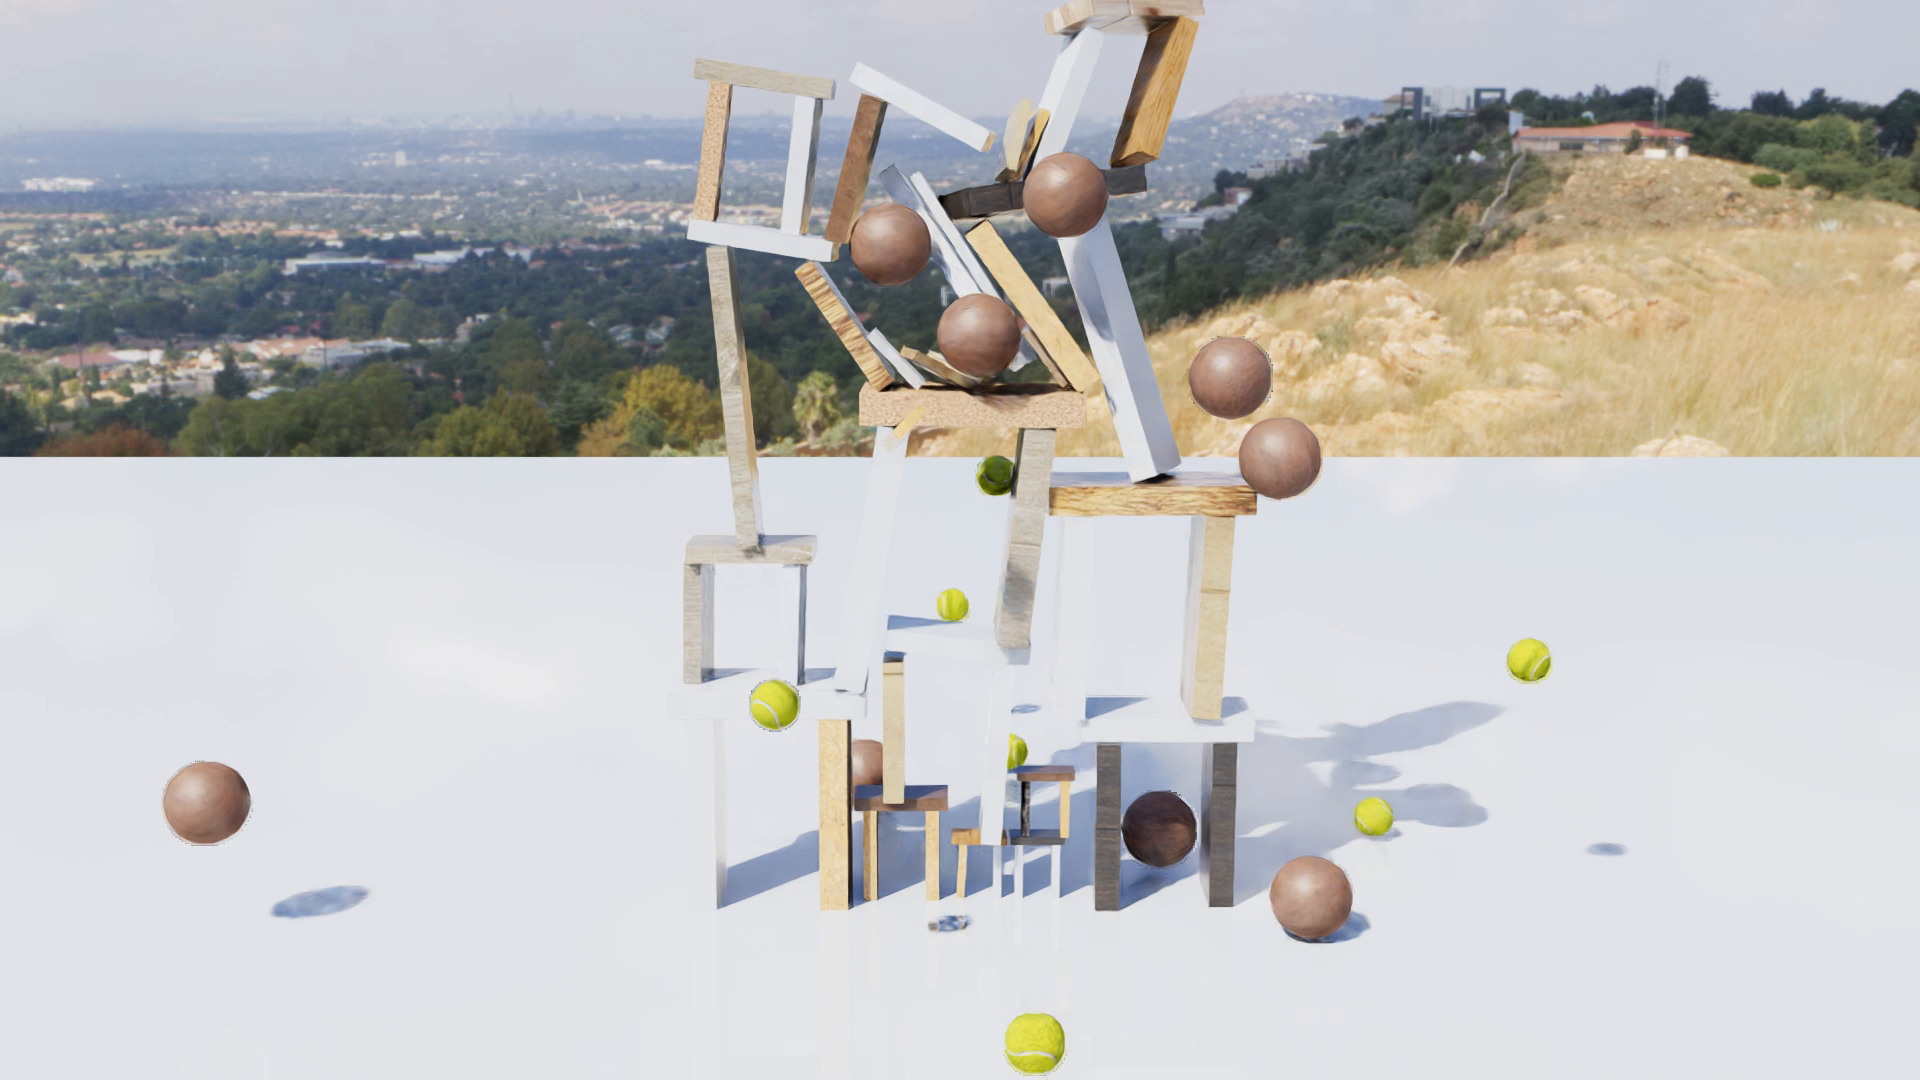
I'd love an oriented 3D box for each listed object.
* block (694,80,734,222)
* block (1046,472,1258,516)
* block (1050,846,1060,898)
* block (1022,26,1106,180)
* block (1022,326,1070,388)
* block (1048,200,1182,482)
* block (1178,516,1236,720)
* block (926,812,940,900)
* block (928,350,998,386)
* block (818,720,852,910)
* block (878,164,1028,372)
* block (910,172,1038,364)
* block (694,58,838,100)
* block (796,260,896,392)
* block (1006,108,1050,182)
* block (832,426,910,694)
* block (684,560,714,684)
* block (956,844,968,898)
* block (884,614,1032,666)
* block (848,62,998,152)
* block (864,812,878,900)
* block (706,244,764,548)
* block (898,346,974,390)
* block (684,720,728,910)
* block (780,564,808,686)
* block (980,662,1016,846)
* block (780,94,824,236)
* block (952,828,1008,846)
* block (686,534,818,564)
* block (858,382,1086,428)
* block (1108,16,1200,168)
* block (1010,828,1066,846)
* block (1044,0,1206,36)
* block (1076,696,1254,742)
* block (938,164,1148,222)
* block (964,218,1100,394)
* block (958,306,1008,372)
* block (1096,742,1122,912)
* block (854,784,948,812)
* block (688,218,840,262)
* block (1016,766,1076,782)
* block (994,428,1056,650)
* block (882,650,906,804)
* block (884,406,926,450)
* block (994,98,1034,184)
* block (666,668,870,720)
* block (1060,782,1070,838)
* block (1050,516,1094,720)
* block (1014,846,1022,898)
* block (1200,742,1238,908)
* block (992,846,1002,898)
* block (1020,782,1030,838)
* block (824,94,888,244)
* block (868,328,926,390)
[{"bbox_3d":[-0.387,-0.612,3.459,0.030,0.213,0.107,8,10,-3],"label":"block"},{"bbox_3d":[0.303,-0.075,3.554,0.329,0.047,0.165,0,10,-1],"label":"block"},{"bbox_3d":[0.159,0.545,3.661,0.013,0.092,0.046,0,11,0],"label":"block"},{"bbox_3d":[0.158,-0.692,3.501,0.034,0.238,0.119,21,-2,-15],"label":"block"},{"bbox_3d":[0.136,-0.293,3.497,0.015,0.107,0.054,-35,11,7],"label":"block"},{"bbox_3d":[0.253,-0.324,3.553,0.043,0.452,0.151,-16,3,23],"label":"block"},{"bbox_3d":[0.402,0.111,3.587,0.047,0.329,0.165,3,10,-2],"label":"block"},{"bbox_3d":[-0.046,0.513,3.660,0.022,0.154,0.077,0,11,0],"label":"block"},{"bbox_3d":[0.003,-0.276,3.529,0.107,0.015,0.054,25,7,24],"label":"block"},{"bbox_3d":[-0.205,0.432,3.640,0.046,0.321,0.161,0,11,0],"label":"block"},{"bbox_3d":[-0.009,-0.436,3.537,0.033,0.367,0.115,-34,-8,6],"label":"block"},{"bbox_3d":[0.023,-0.430,3.471,0.017,0.344,0.061,-32,5,6],"label":"block"},{"bbox_3d":[-0.303,-0.720,3.438,0.213,0.030,0.107,9,10,-1],"label":"block"},{"bbox_3d":[-0.181,-0.344,3.490,0.032,0.227,0.113,-34,9,5],"label":"block"},{"bbox_3d":[0.103,-0.623,3.481,0.017,0.122,0.061,26,-3,-15],"label":"block"},{"bbox_3d":[-0.142,0.017,3.564,0.050,0.429,0.176,10,10,-2],"label":"block"},{"bbox_3d":[-0.428,0.125,3.606,0.029,0.203,0.101,2,11,6],"label":"block"},{"bbox_3d":[0.003,0.544,3.661,0.013,0.092,0.046,3,11,0],"label":"block"},{"bbox_3d":[-0.004,0.162,3.585,0.234,0.033,0.117,6,10,-2],"label":"block"},{"bbox_3d":[-0.056,-0.673,3.427,0.230,0.033,0.115,28,11,2],"label":"block"},{"bbox_3d":[-0.148,0.513,3.660,0.022,0.154,0.077,0,11,0],"label":"block"},{"bbox_3d":[-0.357,-0.232,3.509,0.032,0.474,0.113,-5,10,1],"label":"block"},{"bbox_3d":[-0.036,-0.272,3.483,0.114,0.016,0.057,26,-1,-27],"label":"block"},{"bbox_3d":[-0.419,0.432,3.640,0.046,0.321,0.161,0,11,0],"label":"block"},{"bbox_3d":[-0.272,0.128,3.591,0.029,0.203,0.101,3,10,2],"label":"block"},{"bbox_3d":[0.061,0.337,3.619,0.033,0.305,0.117,4,10,-1],"label":"block"},{"bbox_3d":[-0.249,-0.590,3.463,0.030,0.213,0.107,8,10,2],"label":"block"},{"bbox_3d":[0.032,0.493,3.650,0.092,0.013,0.046,2,11,-1],"label":"block"},{"bbox_3d":[-0.337,0.015,3.564,0.203,0.029,0.101,0,10,1],"label":"block"},{"bbox_3d":[0.020,-0.217,3.516,0.353,0.050,0.176,1,11,1],"label":"block"},{"bbox_3d":[0.313,-0.721,3.563,0.034,0.238,0.119,21,-10,-20],"label":"block"},{"bbox_3d":[0.128,0.493,3.651,0.092,0.013,0.046,0,11,0],"label":"block"},{"bbox_3d":[0.265,-0.845,3.539,0.238,0.034,0.119,-10,1,-36],"label":"block"},{"bbox_3d":[0.335,0.294,3.618,0.280,0.040,0.140,0,11,-1],"label":"block"},{"bbox_3d":[0.130,-0.555,3.527,0.302,0.043,0.151,-11,6,-19],"label":"block"},{"bbox_3d":[0.114,-0.375,3.496,0.043,0.302,0.151,-36,8,6],"label":"block"},{"bbox_3d":[0.038,-0.323,3.521,0.015,0.107,0.054,-35,31,7],"label":"block"},{"bbox_3d":[0.245,0.455,3.631,0.040,0.280,0.140,1,11,4],"label":"block"},{"bbox_3d":[-0.097,0.427,3.644,0.154,0.022,0.077,0,11,0],"label":"block"},{"bbox_3d":[-0.309,-0.476,3.481,0.227,0.032,0.113,10,10,2],"label":"block"},{"bbox_3d":[0.141,0.385,3.632,0.096,0.014,0.048,0,11,0],"label":"block"},{"bbox_3d":[0.104,-0.017,3.555,0.050,0.353,0.176,7,10,-2],"label":"block"},{"bbox_3d":[-0.108,0.303,3.613,0.033,0.234,0.117,0,11,0],"label":"block"},{"bbox_3d":[-0.083,-0.167,3.263,0.016,0.057,0.114,43,-9,-3],"label":"block"},{"bbox_3d":[0.084,-0.628,3.455,0.017,0.121,0.061,17,-14,-15],"label":"block"},{"bbox_3d":[-0.312,0.252,3.606,0.321,0.046,0.161,0,11,0],"label":"block"},{"bbox_3d":[0.173,0.439,3.642,0.014,0.096,0.048,1,11,0],"label":"block"},{"bbox_3d":[0.182,0.111,3.584,0.047,0.329,0.165,2,10,-1],"label":"block"},{"bbox_3d":[0.097,0.545,3.661,0.013,0.092,0.046,0,11,0],"label":"block"},{"bbox_3d":[0.428,0.451,3.648,0.040,0.280,0.140,0,11,0],"label":"block"},{"bbox_3d":[0.062,0.545,3.661,0.013,0.092,0.046,1,11,0],"label":"block"},{"bbox_3d":[0.108,0.439,3.642,0.014,0.096,0.048,0,11,0],"label":"block"},{"bbox_3d":[-0.162,-0.583,3.456,0.033,0.230,0.115,16,11,1],"label":"block"},{"bbox_3d":[-0.101,-0.288,3.498,0.016,0.114,0.057,-43,7,8],"label":"block"}]
